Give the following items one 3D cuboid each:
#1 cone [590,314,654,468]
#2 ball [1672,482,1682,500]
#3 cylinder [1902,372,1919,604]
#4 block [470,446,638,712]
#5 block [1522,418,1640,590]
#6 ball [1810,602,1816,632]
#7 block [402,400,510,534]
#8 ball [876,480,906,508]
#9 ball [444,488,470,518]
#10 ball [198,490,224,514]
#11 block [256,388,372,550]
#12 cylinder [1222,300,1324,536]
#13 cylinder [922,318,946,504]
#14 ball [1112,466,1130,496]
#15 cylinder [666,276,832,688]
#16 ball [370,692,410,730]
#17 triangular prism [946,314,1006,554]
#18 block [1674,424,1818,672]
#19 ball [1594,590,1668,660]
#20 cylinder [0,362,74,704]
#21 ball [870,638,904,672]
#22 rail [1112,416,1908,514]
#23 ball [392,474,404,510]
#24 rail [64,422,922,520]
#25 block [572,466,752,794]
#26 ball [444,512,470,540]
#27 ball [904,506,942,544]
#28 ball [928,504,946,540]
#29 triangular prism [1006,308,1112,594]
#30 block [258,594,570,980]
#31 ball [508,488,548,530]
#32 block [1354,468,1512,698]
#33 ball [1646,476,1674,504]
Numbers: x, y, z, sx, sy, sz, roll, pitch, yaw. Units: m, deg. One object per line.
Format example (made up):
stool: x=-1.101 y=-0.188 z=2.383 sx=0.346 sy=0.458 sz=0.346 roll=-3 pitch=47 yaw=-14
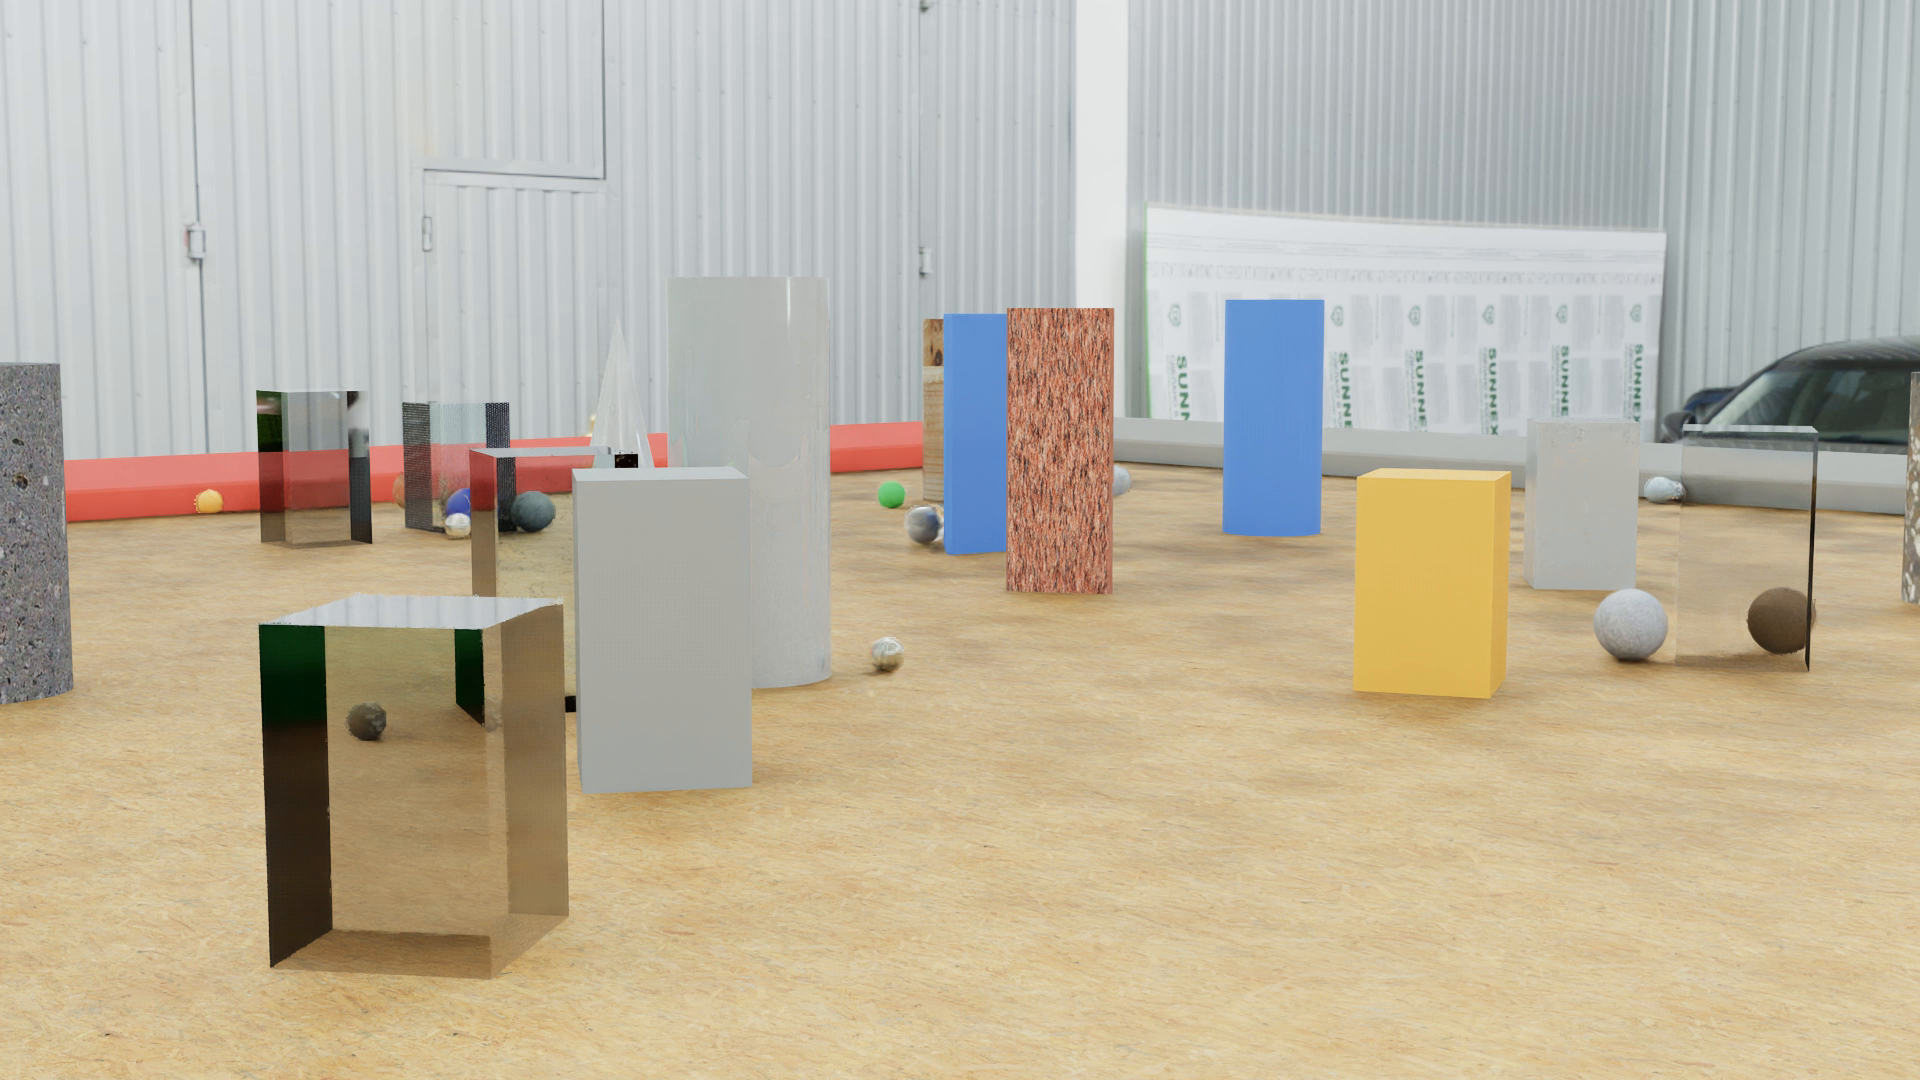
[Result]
cone: x=-0.611 y=-0.188 z=3.944 sx=0.196 sy=0.441 sz=0.196 roll=0 pitch=6 yaw=0
ball: x=1.678 y=-0.115 z=5.154 sx=0.046 sy=0.046 sz=0.046 roll=0 pitch=6 yaw=0
cylinder: x=1.546 y=-0.079 z=3.346 sx=0.196 sy=0.349 sz=0.196 roll=0 pitch=6 yaw=0
block: x=-0.461 y=0.042 z=2.499 sx=0.157 sy=0.286 sz=0.157 roll=-3 pitch=6 yaw=-23
block: x=1.008 y=-0.061 z=3.574 sx=0.157 sy=0.267 sz=0.157 roll=1 pitch=6 yaw=8
ball: x=1.085 y=0.099 z=2.908 sx=0.087 sy=0.087 sz=0.087 roll=0 pitch=6 yaw=0
block: x=-1.027 y=-0.152 z=4.490 sx=0.157 sy=0.258 sz=0.157 roll=-5 pitch=8 yaw=-41
ball: x=-0.155 y=-0.103 z=4.948 sx=0.064 sy=0.064 sz=0.064 roll=0 pitch=6 yaw=0
ball: x=-0.978 y=-0.057 z=4.376 sx=0.092 sy=0.092 sz=0.092 roll=0 pitch=6 yaw=0
ball: x=-1.637 y=-0.083 z=4.801 sx=0.054 sy=0.054 sz=0.054 roll=0 pitch=6 yaw=0
block: x=-1.233 y=-0.139 z=4.198 sx=0.157 sy=0.293 sz=0.157 roll=-5 pitch=8 yaw=-38
cylinder: x=0.628 y=-0.248 z=4.409 sx=0.196 sy=0.465 sz=0.196 roll=0 pitch=6 yaw=0
cylinder: x=0.010 y=-0.305 z=5.153 sx=0.196 sy=0.424 sz=0.196 roll=0 pitch=6 yaw=0
ball: x=0.370 y=-0.141 z=5.264 sx=0.074 sy=0.074 sz=0.074 roll=0 pitch=6 yaw=0
cylinder: x=-0.255 y=-0.075 z=2.667 sx=0.196 sy=0.483 sz=0.196 roll=0 pitch=6 yaw=0
ball: x=-0.607 y=0.182 z=2.343 sx=0.040 sy=0.040 sz=0.040 roll=0 pitch=6 yaw=0
triangular prism: x=0.012 y=-0.202 z=4.100 sx=0.170 sy=0.438 sz=0.147 roll=-4 pitch=7 yaw=-33
block: x=0.995 y=0.006 z=2.790 sx=0.157 sy=0.296 sz=0.157 roll=2 pitch=6 yaw=18
ball: x=0.855 y=0.108 z=2.800 sx=0.091 sy=0.091 sz=0.091 roll=0 pitch=6 yaw=0
cylinder: x=-1.142 y=-0.012 z=2.552 sx=0.196 sy=0.382 sz=0.196 roll=0 pitch=6 yaw=0
ball: x=-0.091 y=0.142 z=2.719 sx=0.042 sy=0.042 sz=0.042 roll=0 pitch=6 yaw=0
rail: x=1.835 y=-0.143 z=5.016 sx=0.045 sy=0.128 sz=4.497 roll=-5 pitch=8 yaw=-42
ball: x=-1.204 y=-0.107 z=4.846 sx=0.093 sy=0.093 sz=0.093 roll=0 pitch=6 yaw=0
rail: x=-1.509 y=-0.137 z=4.958 sx=5.040 sy=0.128 sz=0.045 roll=-5 pitch=8 yaw=-42
block: x=-0.287 y=0.081 z=2.106 sx=0.157 sy=0.290 sz=0.157 roll=-1 pitch=6 yaw=-11
ball: x=-0.978 y=-0.028 z=4.286 sx=0.053 sy=0.053 sz=0.053 roll=0 pitch=6 yaw=0
ball: x=-0.070 y=-0.028 z=4.192 sx=0.071 sy=0.071 sz=0.071 roll=0 pitch=6 yaw=0
ball: x=-0.049 y=-0.033 z=4.259 sx=0.070 sy=0.070 sz=0.070 roll=0 pitch=6 yaw=0
triangular prism: x=0.176 y=-0.147 z=3.529 sx=0.170 sy=0.448 sz=0.147 roll=2 pitch=6 yaw=16
block: x=-0.378 y=0.167 z=1.544 sx=0.157 sy=0.236 sz=0.157 roll=1 pitch=6 yaw=9
ball: x=-0.878 y=-0.062 z=4.469 sx=0.083 sy=0.083 sz=0.083 roll=0 pitch=6 yaw=0
block: x=0.563 y=0.047 z=2.616 sx=0.157 sy=0.251 sz=0.157 roll=2 pitch=6 yaw=20
ball: x=1.615 y=-0.115 z=5.071 sx=0.062 sy=0.062 sz=0.062 roll=0 pitch=6 yaw=0
